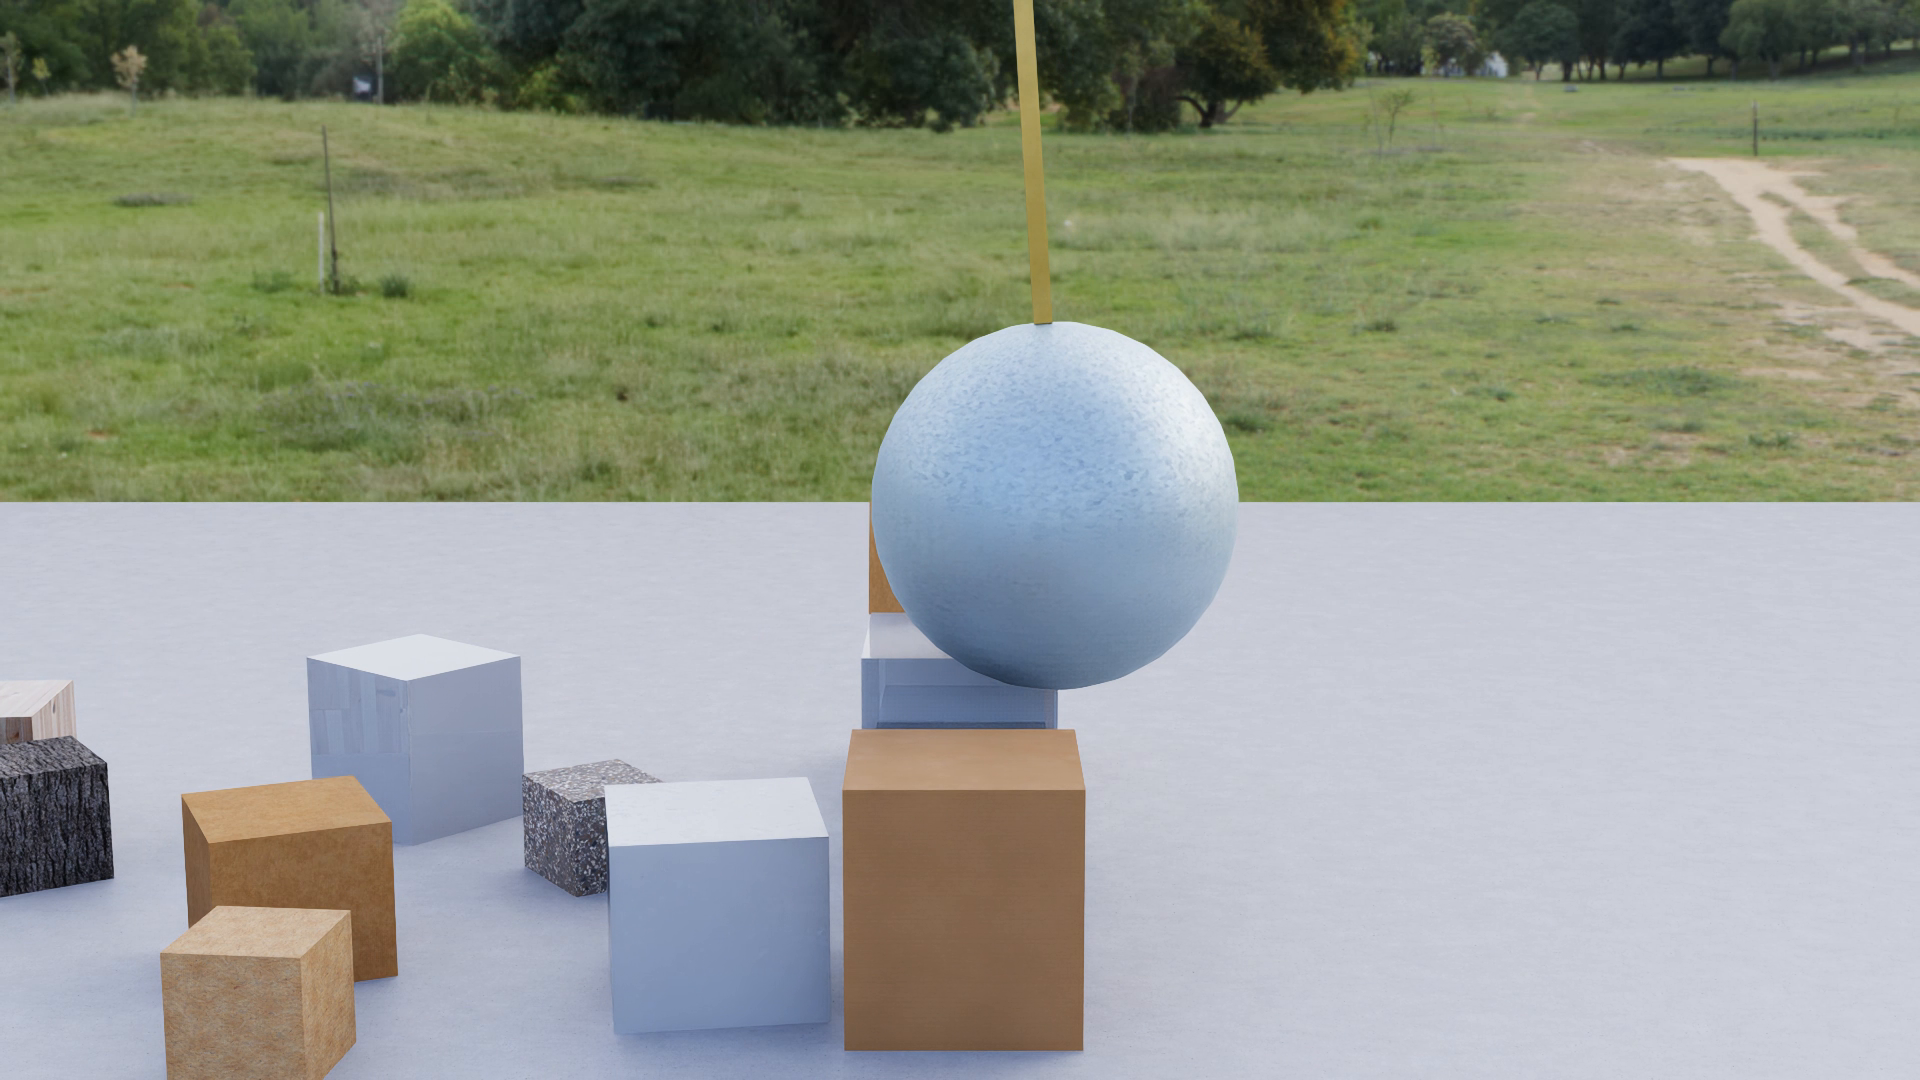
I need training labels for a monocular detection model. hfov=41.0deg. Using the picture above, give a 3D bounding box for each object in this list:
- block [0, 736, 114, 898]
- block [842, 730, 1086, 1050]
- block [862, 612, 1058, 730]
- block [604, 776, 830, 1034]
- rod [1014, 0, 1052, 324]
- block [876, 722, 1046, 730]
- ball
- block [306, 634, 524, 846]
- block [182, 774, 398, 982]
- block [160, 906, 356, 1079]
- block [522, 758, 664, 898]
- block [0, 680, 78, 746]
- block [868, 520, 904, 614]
[{"bbox_3d":[-4.126,1.221,11.380,0.547,0.526,0.576,-7,12,-33],"label":"block"},{"bbox_3d":[0.014,1.299,9.675,0.870,0.983,0.863,0,10,0],"label":"block"},{"bbox_3d":[0.004,0.890,12.146,0.889,0.904,0.999,0,10,1],"label":"block"},{"bbox_3d":[-0.948,1.391,9.901,0.807,0.721,0.828,-2,10,-9],"label":"block"},{"bbox_3d":[0.178,-3.486,10.547,0.080,5.200,0.080,-4,10,1],"label":"rod"},{"bbox_3d":[0.005,1.188,11.326,0.761,0.611,0.687,0,10,0],"label":"block"},{"bbox_3d":[0.411,-0.149,11.153,1.600,1.600,1.600,0,10,0],"label":"ball"},{"bbox_3d":[-2.591,0.936,12.235,0.751,0.781,0.675,9,13,39],"label":"block"},{"bbox_3d":[-2.684,1.373,10.249,0.692,0.631,0.742,-5,11,-24],"label":"block"},{"bbox_3d":[-2.494,1.637,9.153,0.502,0.505,0.514,1,10,6],"label":"block"},{"bbox_3d":[-1.608,1.270,11.388,0.472,0.426,0.537,-7,12,-33],"label":"block"},{"bbox_3d":[-4.606,1.052,12.008,0.744,0.633,0.724,-1,10,-4],"label":"block"},{"bbox_3d":[-0.021,0.085,12.775,0.597,0.567,0.667,3,-4,-35],"label":"block"}]
